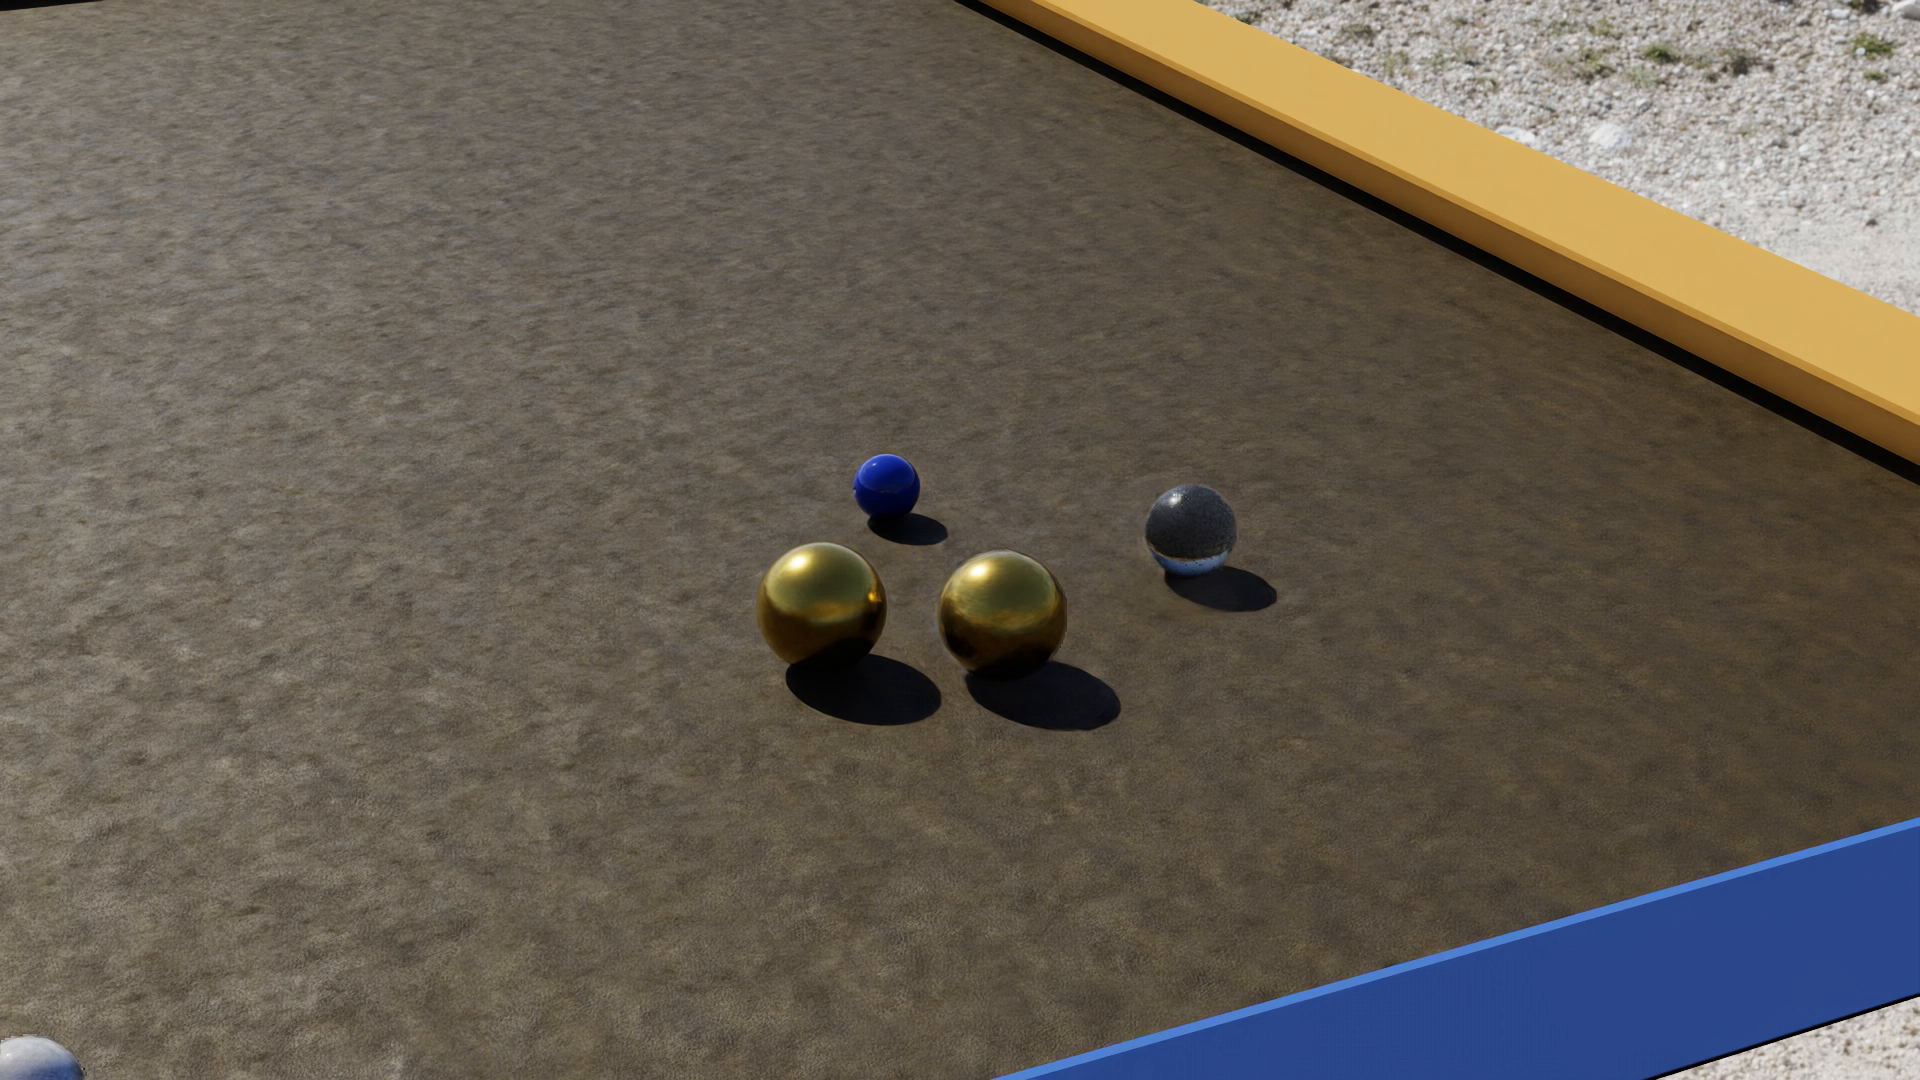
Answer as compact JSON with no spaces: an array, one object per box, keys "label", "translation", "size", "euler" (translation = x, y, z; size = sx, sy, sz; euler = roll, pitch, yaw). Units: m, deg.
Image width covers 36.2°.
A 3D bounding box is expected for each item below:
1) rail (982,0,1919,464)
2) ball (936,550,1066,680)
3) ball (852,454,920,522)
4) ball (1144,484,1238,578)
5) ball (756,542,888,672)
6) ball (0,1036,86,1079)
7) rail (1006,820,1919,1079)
[{"label":"rail","translation":[0.380,-0.431,3.062],"size":[0.045,0.118,2.932],"euler":[-11,27,-24]},{"label":"ball","translation":[0.028,0.051,2.029],"size":[0.089,0.089,0.089],"euler":[0,24,0]},{"label":"ball","translation":[-0.057,-0.041,2.277],"size":[0.053,0.053,0.053],"euler":[0,24,0]},{"label":"ball","translation":[0.171,-0.007,2.183],"size":[0.069,0.069,0.069],"euler":[0,24,0]},{"label":"ball","translation":[-0.096,0.046,2.037],"size":[0.091,0.091,0.091],"euler":[0,24,0]},{"label":"ball","translation":[-0.487,0.289,1.535],"size":[0.060,0.060,0.060],"euler":[0,24,0]},{"label":"rail","translation":[0.310,0.241,1.569],"size":[1.606,0.118,0.045],"euler":[-11,27,-24]}]
